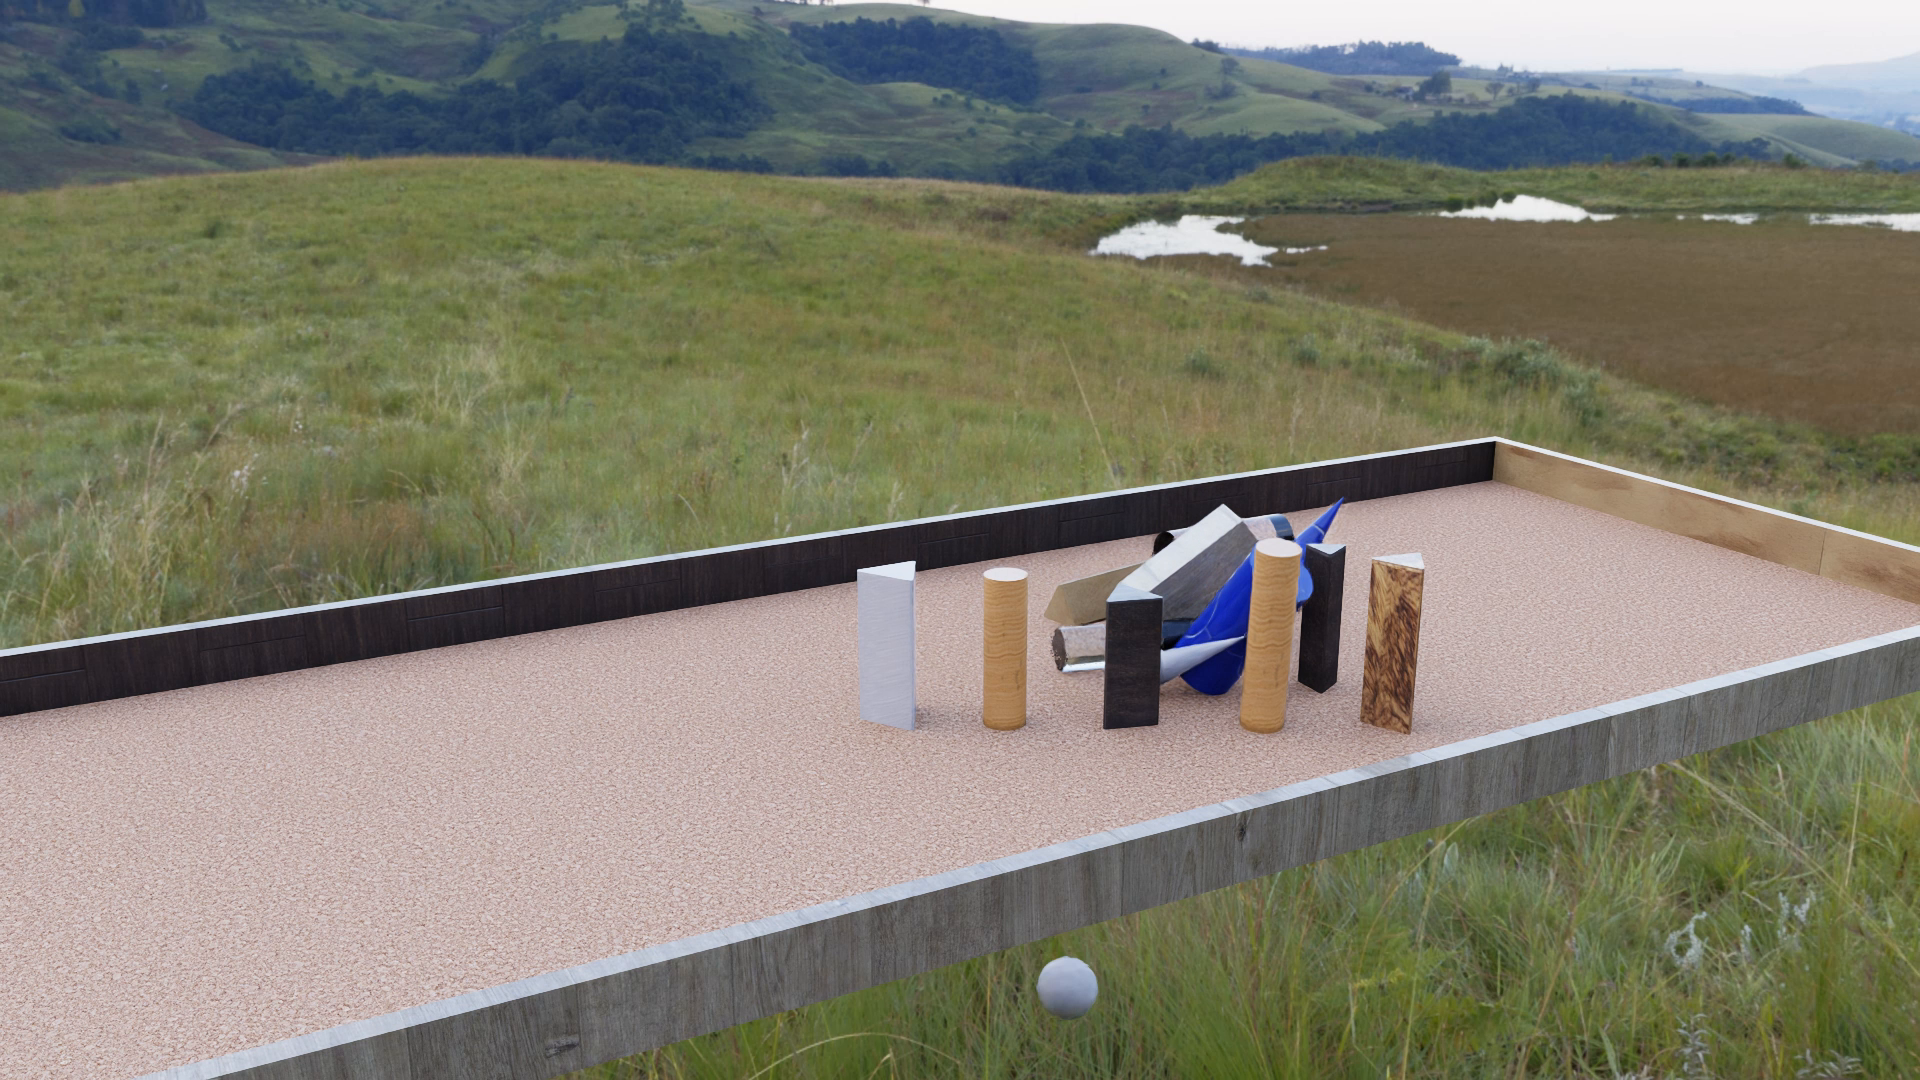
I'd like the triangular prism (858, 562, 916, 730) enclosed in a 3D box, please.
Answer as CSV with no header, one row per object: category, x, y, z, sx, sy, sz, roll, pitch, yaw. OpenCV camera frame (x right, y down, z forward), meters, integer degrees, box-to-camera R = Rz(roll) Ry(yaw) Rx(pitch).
triangular prism,-0.141,0.242,3.881,0.149,0.368,0.129,9,19,29

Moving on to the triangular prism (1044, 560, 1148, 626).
triangular prism,0.424,0.140,4.675,0.389,0.109,0.126,-13,21,-38

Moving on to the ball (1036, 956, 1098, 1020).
ball,0.448,1.868,6.875,0.254,0.254,0.254,0,16,0

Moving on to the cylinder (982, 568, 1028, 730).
cylinder,0.105,0.254,3.839,0.103,0.366,0.103,0,16,0

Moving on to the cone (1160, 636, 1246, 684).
cone,0.553,0.277,3.941,0.101,0.101,0.361,-18,-6,-46

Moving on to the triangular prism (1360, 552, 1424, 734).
triangular prism,1.030,0.234,3.844,0.127,0.402,0.110,14,21,39

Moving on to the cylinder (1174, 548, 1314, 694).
cylinder,0.677,0.196,3.979,0.171,0.371,0.171,17,42,-17

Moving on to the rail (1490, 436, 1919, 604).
rail,2.466,-0.048,5.253,0.050,0.150,2.100,-9,18,-27

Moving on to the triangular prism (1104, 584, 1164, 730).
triangular prism,0.389,0.271,3.875,0.134,0.315,0.116,-4,17,-12

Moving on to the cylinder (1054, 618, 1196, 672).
cylinder,0.467,0.266,4.252,0.440,0.112,0.112,-4,17,-13

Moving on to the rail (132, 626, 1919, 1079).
rail,-2.336,1.006,1.665,12.000,0.150,0.050,-9,18,-27

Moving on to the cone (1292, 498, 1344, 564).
cone,0.896,0.050,4.405,0.173,0.438,0.173,39,-2,2

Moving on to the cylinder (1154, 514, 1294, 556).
cylinder,0.805,0.019,5.026,0.420,0.149,0.149,-9,18,-27

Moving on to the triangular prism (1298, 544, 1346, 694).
triangular prism,0.884,0.189,4.076,0.083,0.359,0.095,11,20,33

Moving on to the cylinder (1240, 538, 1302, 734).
cylinder,0.711,0.223,3.783,0.103,0.449,0.103,1,24,0

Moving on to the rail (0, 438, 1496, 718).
rail,-3.305,0.497,3.399,12.000,0.150,0.050,-9,18,-27

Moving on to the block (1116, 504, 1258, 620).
block,0.627,0.099,4.392,0.363,0.170,0.170,-38,18,3
